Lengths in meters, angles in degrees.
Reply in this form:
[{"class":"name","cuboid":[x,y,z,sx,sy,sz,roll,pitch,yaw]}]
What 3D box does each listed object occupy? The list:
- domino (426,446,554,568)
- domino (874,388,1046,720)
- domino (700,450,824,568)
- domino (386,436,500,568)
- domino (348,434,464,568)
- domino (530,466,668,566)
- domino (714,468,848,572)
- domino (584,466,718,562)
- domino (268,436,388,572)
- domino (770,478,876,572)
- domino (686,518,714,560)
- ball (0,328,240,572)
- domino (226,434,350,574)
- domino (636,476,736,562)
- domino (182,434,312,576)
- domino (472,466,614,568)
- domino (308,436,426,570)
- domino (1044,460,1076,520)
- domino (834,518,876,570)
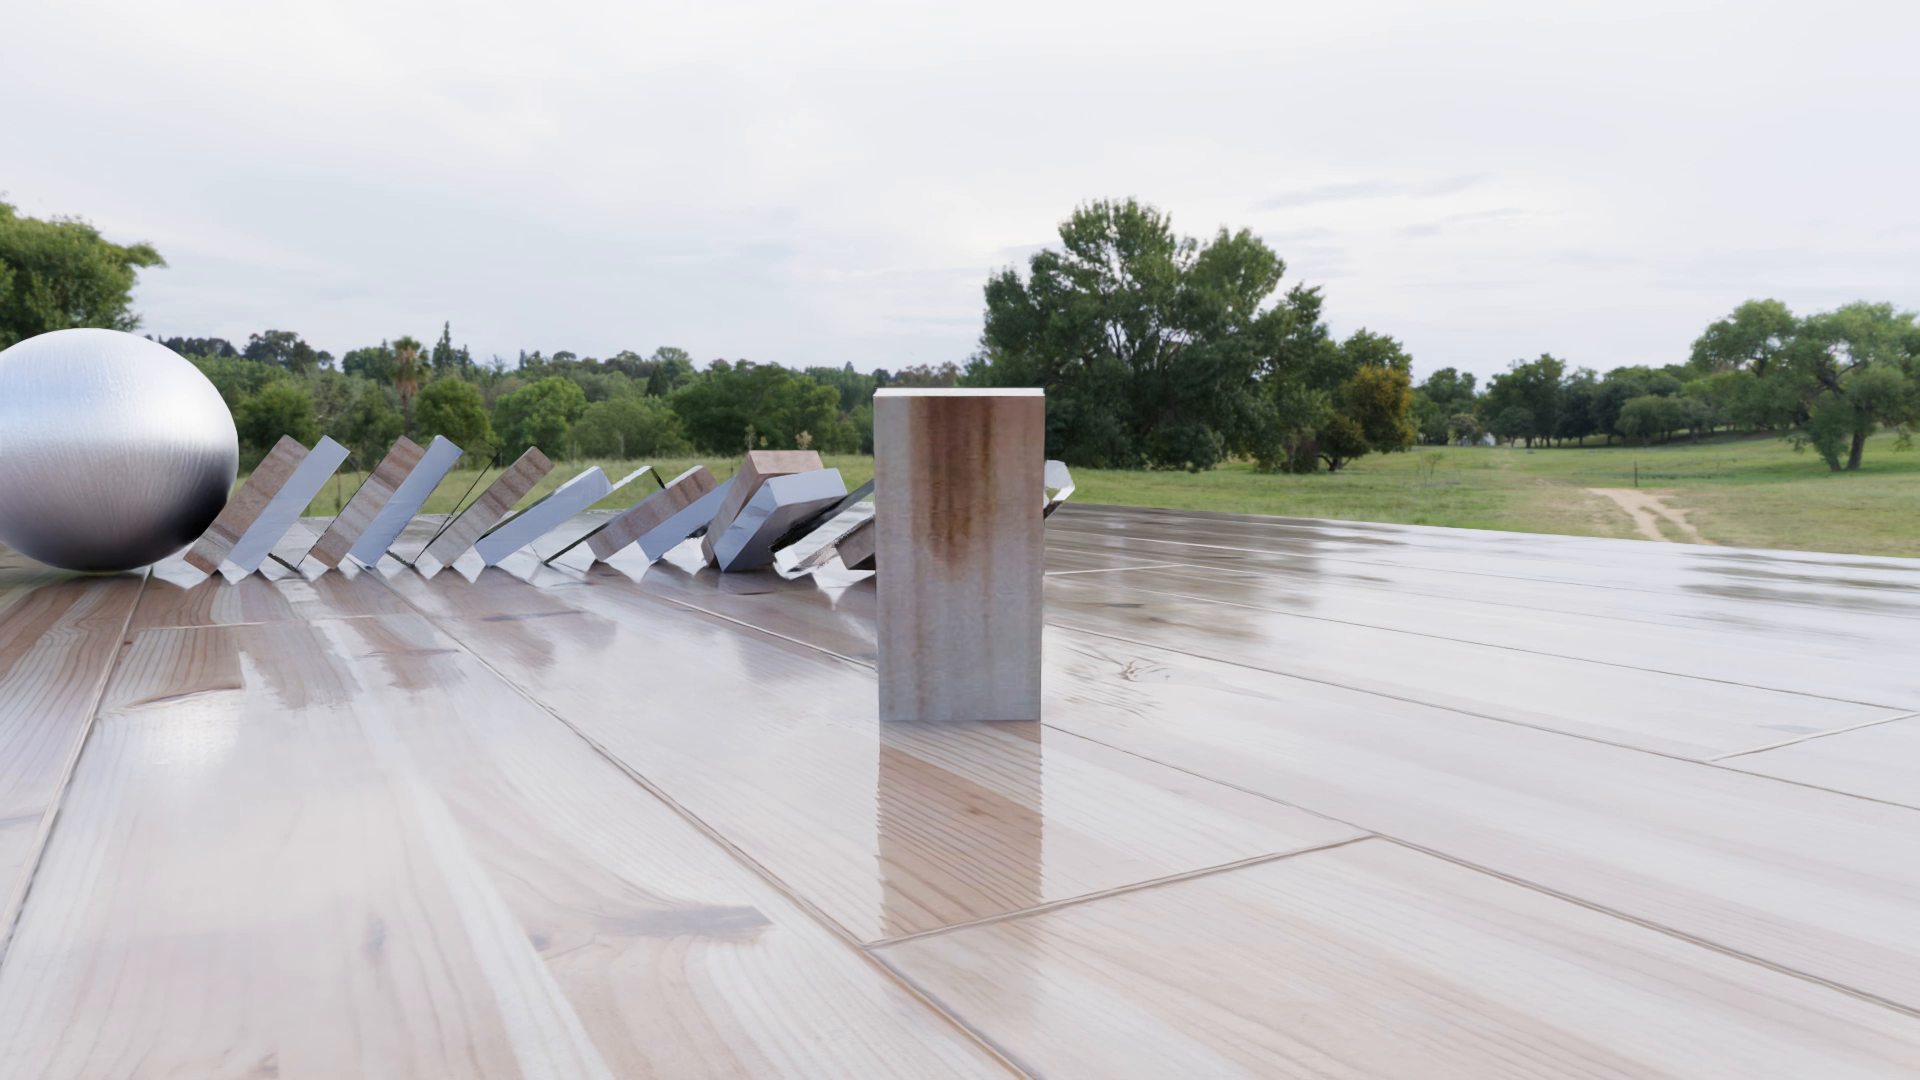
[{"class":"domino","cuboid":[-0.165,-0.012,0.451,0.050,0.009,0.025,-47,18,-12]},{"class":"domino","cuboid":[0.000,0.002,0.197,0.025,0.050,0.009,0,14,1]},{"class":"domino","cuboid":[-0.067,-0.010,0.434,0.025,0.010,0.050,-3,-36,-37]},{"class":"domino","cuboid":[-0.181,-0.014,0.451,0.009,0.050,0.025,38,-10,-19]},{"class":"domino","cuboid":[-0.195,-0.014,0.452,0.009,0.050,0.025,39,-12,-22]},{"class":"domino","cuboid":[-0.132,-0.009,0.464,0.050,0.009,0.025,-34,14,-15]},{"class":"domino","cuboid":[-0.059,-0.006,0.414,0.025,0.009,0.050,-12,-18,-35]},{"class":"domino","cuboid":[-0.114,-0.010,0.471,0.050,0.010,0.025,-34,13,-15]},{"class":"domino","cuboid":[-0.216,-0.013,0.440,0.009,0.050,0.025,39,-12,-22]},{"class":"domino","cuboid":[-0.034,-0.007,0.414,0.050,0.009,0.025,-33,-10,17]},{"class":"domino","cuboid":[-0.072,-0.011,0.461,0.050,0.009,0.025,-34,-5,9]},{"class":"ball","cuboid":[-0.283,-0.029,0.423,0.080,0.080,0.080,0,4,0]},{"class":"domino","cuboid":[-0.226,-0.013,0.433,0.009,0.050,0.025,39,-12,-22]},{"class":"domino","cuboid":[-0.092,-0.010,0.468,0.050,0.009,0.025,-33,5,-1]},{"class":"domino","cuboid":[-0.237,-0.012,0.428,0.010,0.050,0.025,39,-12,-22]},{"class":"domino","cuboid":[-0.148,-0.009,0.457,0.050,0.009,0.025,-34,15,-15]},{"class":"domino","cuboid":[-0.206,-0.014,0.447,0.009,0.050,0.025,39,-12,-22]},{"class":"domino","cuboid":[0.009,-0.005,0.380,0.025,0.009,0.050,0,-33,-36]},{"class":"domino","cuboid":[-0.013,-0.007,0.412,0.050,0.010,0.025,-33,-13,18]}]
